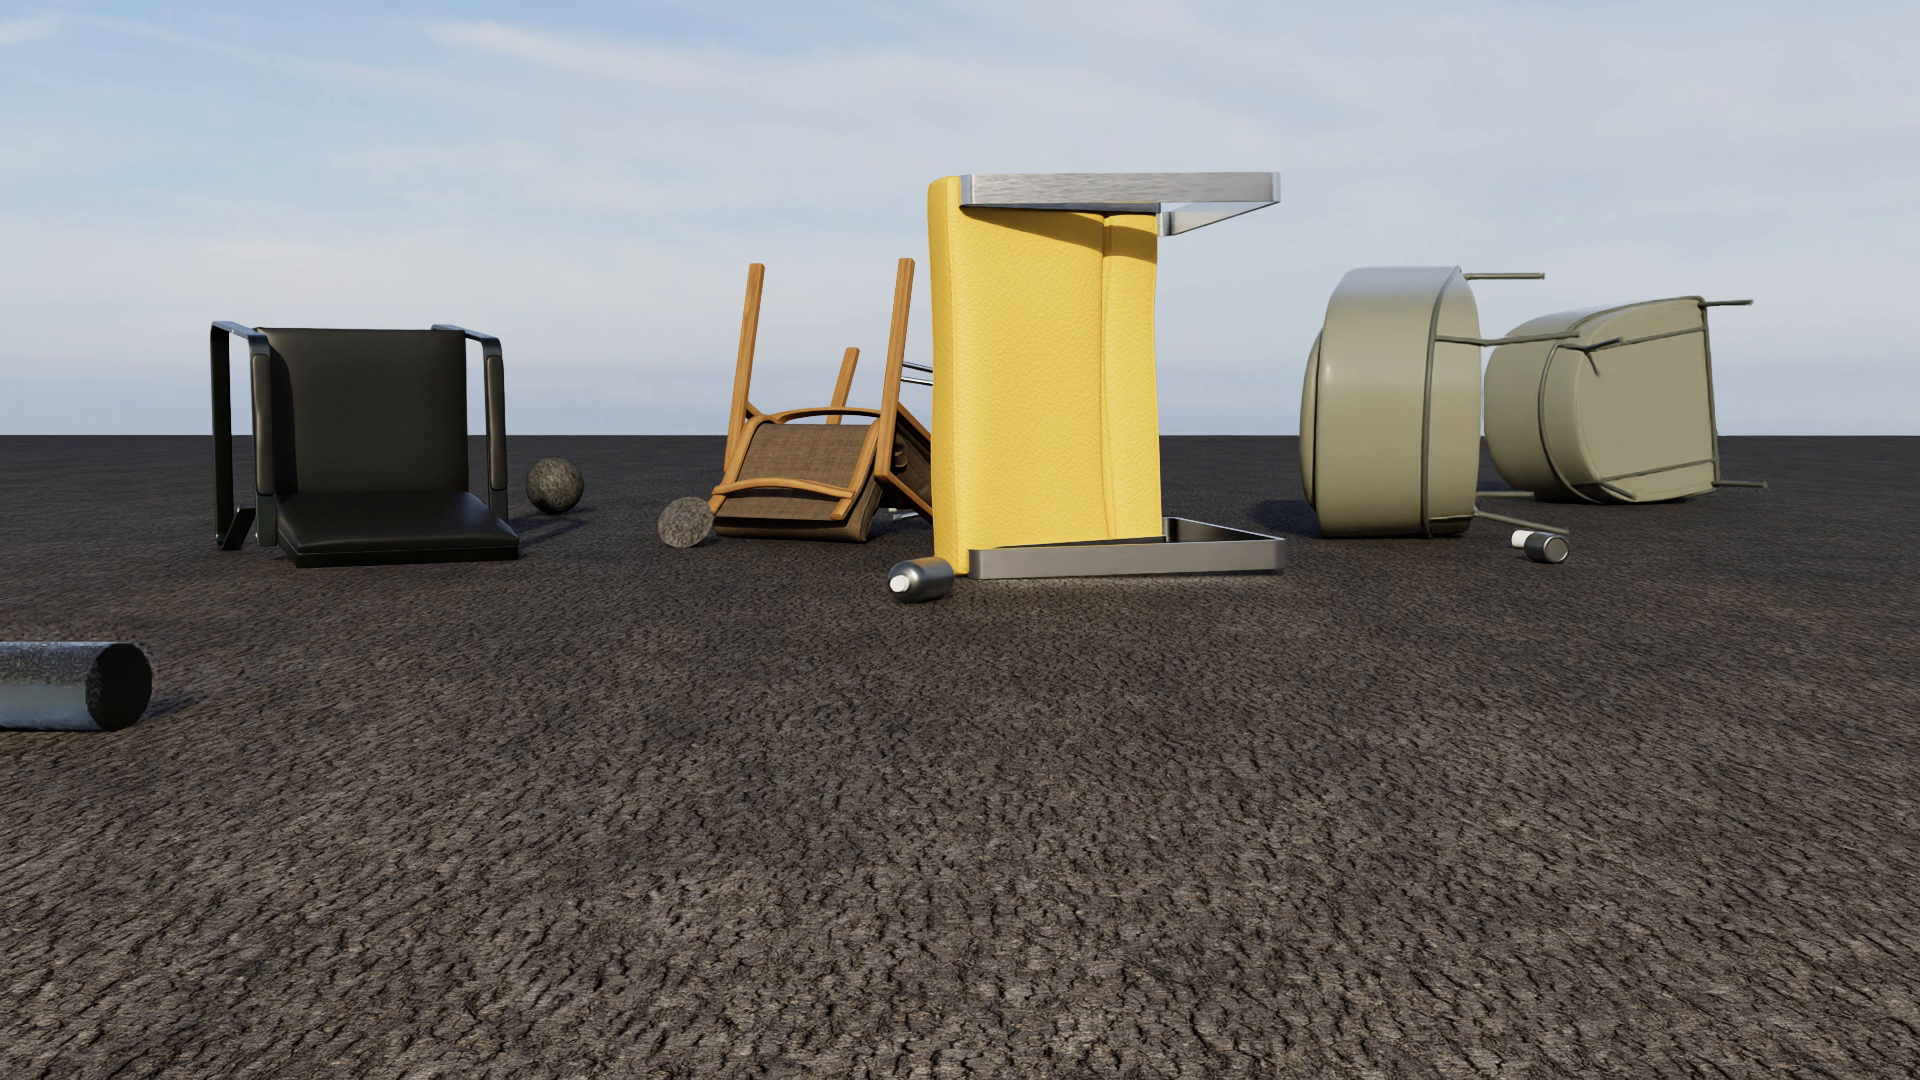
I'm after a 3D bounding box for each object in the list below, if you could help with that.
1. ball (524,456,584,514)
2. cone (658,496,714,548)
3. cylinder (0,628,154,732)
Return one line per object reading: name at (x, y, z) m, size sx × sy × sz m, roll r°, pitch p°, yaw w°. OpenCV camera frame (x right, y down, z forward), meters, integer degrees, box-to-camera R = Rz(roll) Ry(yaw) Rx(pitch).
ball at (-1.456, -0.198, 7.898) m, size 0.209 × 0.209 × 0.209 m, roll 0°, pitch 4°, yaw 0°
cone at (-0.778, -0.020, 6.327) m, size 0.158 × 0.173 × 0.119 m, roll 8°, pitch -31°, yaw 12°
cylinder at (-1.198, 0.192, 2.902) m, size 0.188 × 0.116 × 0.179 m, roll -12°, pitch -9°, yaw 12°
